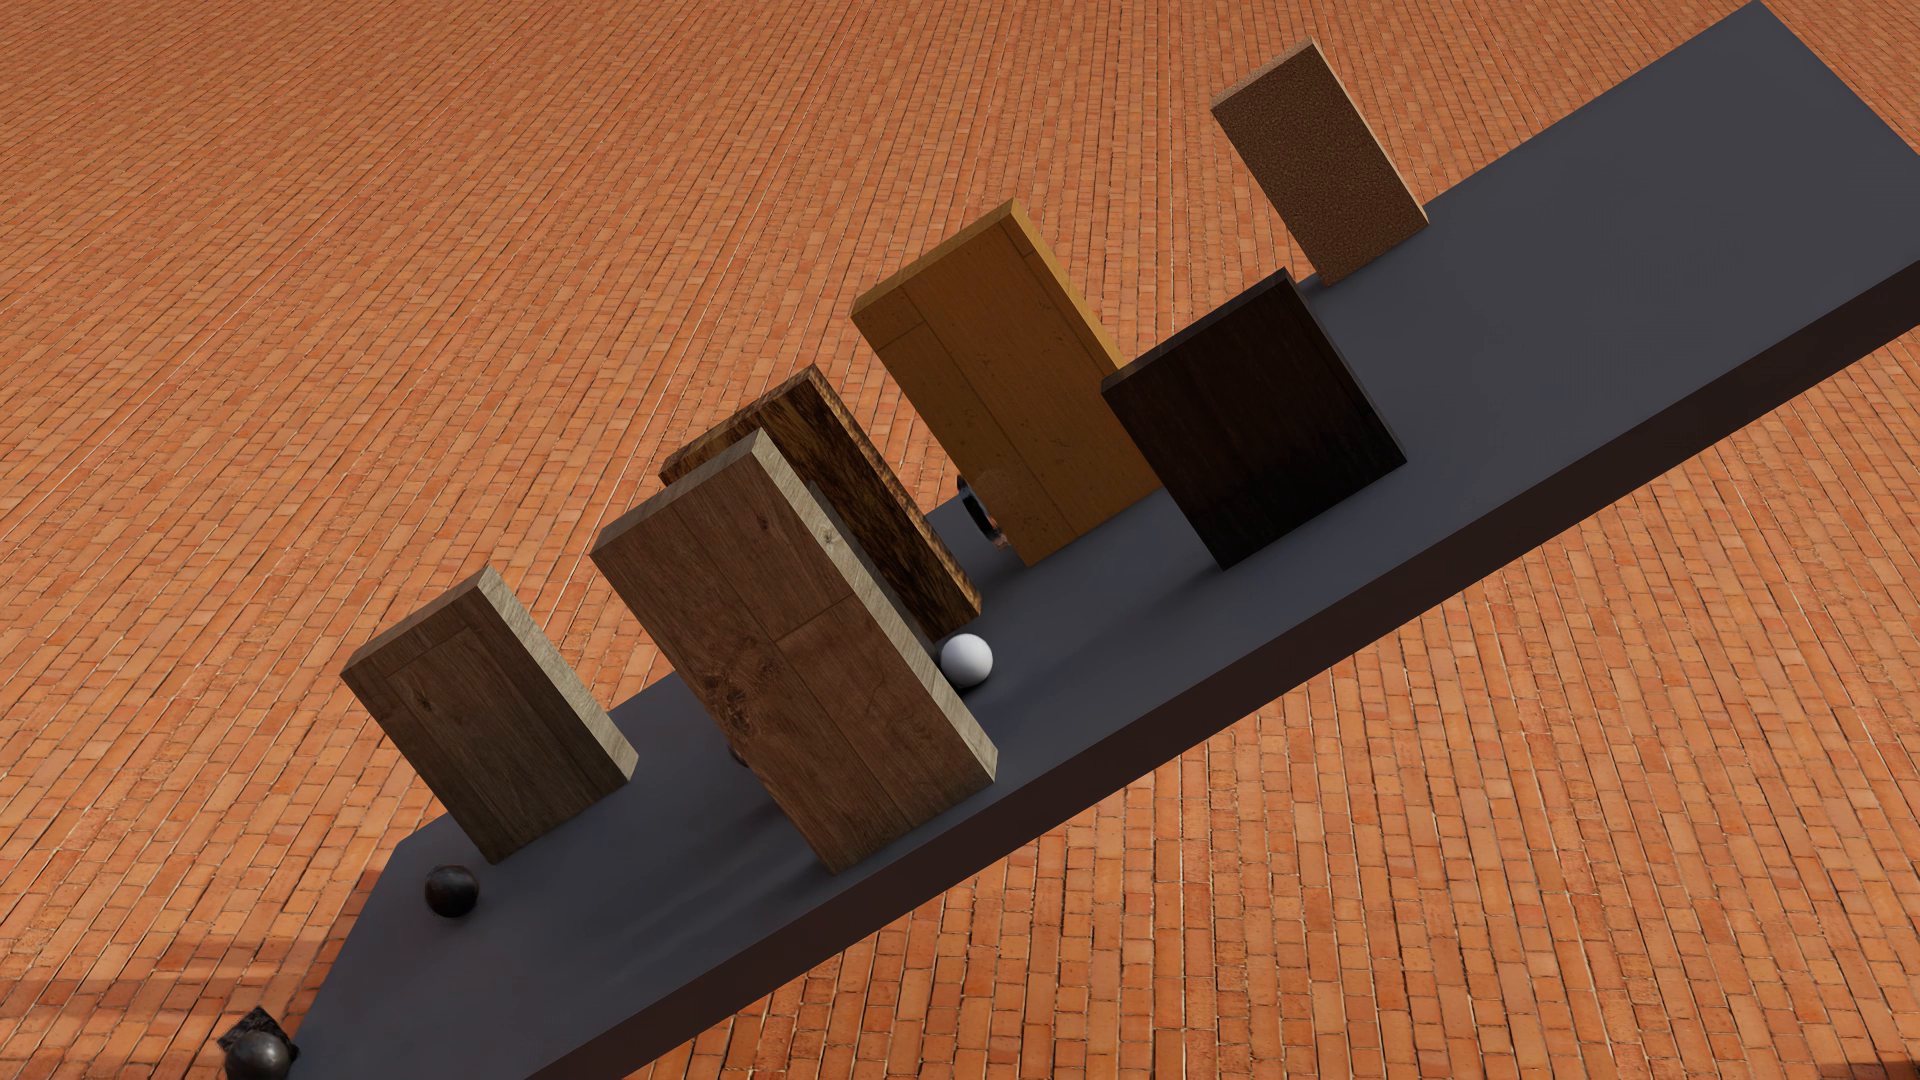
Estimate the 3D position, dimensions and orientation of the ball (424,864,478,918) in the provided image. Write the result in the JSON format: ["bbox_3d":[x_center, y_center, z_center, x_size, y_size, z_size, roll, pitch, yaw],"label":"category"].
[{"bbox_3d":[-1.173,0.809,6.785,0.123,0.123,0.123,0,21,0],"label":"ball"}]

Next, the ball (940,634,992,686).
[{"bbox_3d":[0.013,0.243,5.960,0.108,0.108,0.108,0,21,0],"label":"ball"}]

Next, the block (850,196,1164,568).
[{"bbox_3d":[0.132,-0.336,6.344,0.413,0.681,0.141,-32,16,14],"label":"block"}]

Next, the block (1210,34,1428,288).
[{"bbox_3d":[0.829,-0.873,6.793,0.276,0.504,0.105,-32,16,14],"label":"block"}]

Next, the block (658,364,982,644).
[{"bbox_3d":[-0.298,-0.007,6.361,0.397,0.641,0.111,-32,16,14],"label":"block"}]

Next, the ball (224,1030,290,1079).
[{"bbox_3d":[-1.559,1.161,6.527,0.142,0.142,0.142,0,21,0],"label":"ball"}]

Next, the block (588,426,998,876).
[{"bbox_3d":[-0.301,0.213,5.450,0.366,0.773,0.138,-32,16,14],"label":"block"}]

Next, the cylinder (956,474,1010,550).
[{"bbox_3d":[0.127,-0.112,6.611,0.196,0.196,0.196,-32,16,14],"label":"cylinder"}]

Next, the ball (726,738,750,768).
[{"bbox_3d":[-0.442,0.429,6.345,0.126,0.126,0.126,0,21,0],"label":"ball"}]

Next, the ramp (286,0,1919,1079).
[{"bbox_3d":[0.137,0.172,6.301,4.000,0.100,2.000,-32,16,14],"label":"ramp"}]

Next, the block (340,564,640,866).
[{"bbox_3d":[-1.105,0.415,6.932,0.411,0.589,0.141,-32,16,14],"label":"block"}]

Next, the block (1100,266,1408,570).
[{"bbox_3d":[0.557,-0.226,5.581,0.410,0.429,0.083,-32,16,14],"label":"block"}]

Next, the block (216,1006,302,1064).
[{"bbox_3d":[-1.587,1.149,6.662,0.121,0.121,0.121,-41,16,-18],"label":"block"}]

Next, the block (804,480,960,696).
[{"bbox_3d":[-0.327,0.218,5.958,0.426,0.530,0.134,-32,16,14],"label":"block"}]
